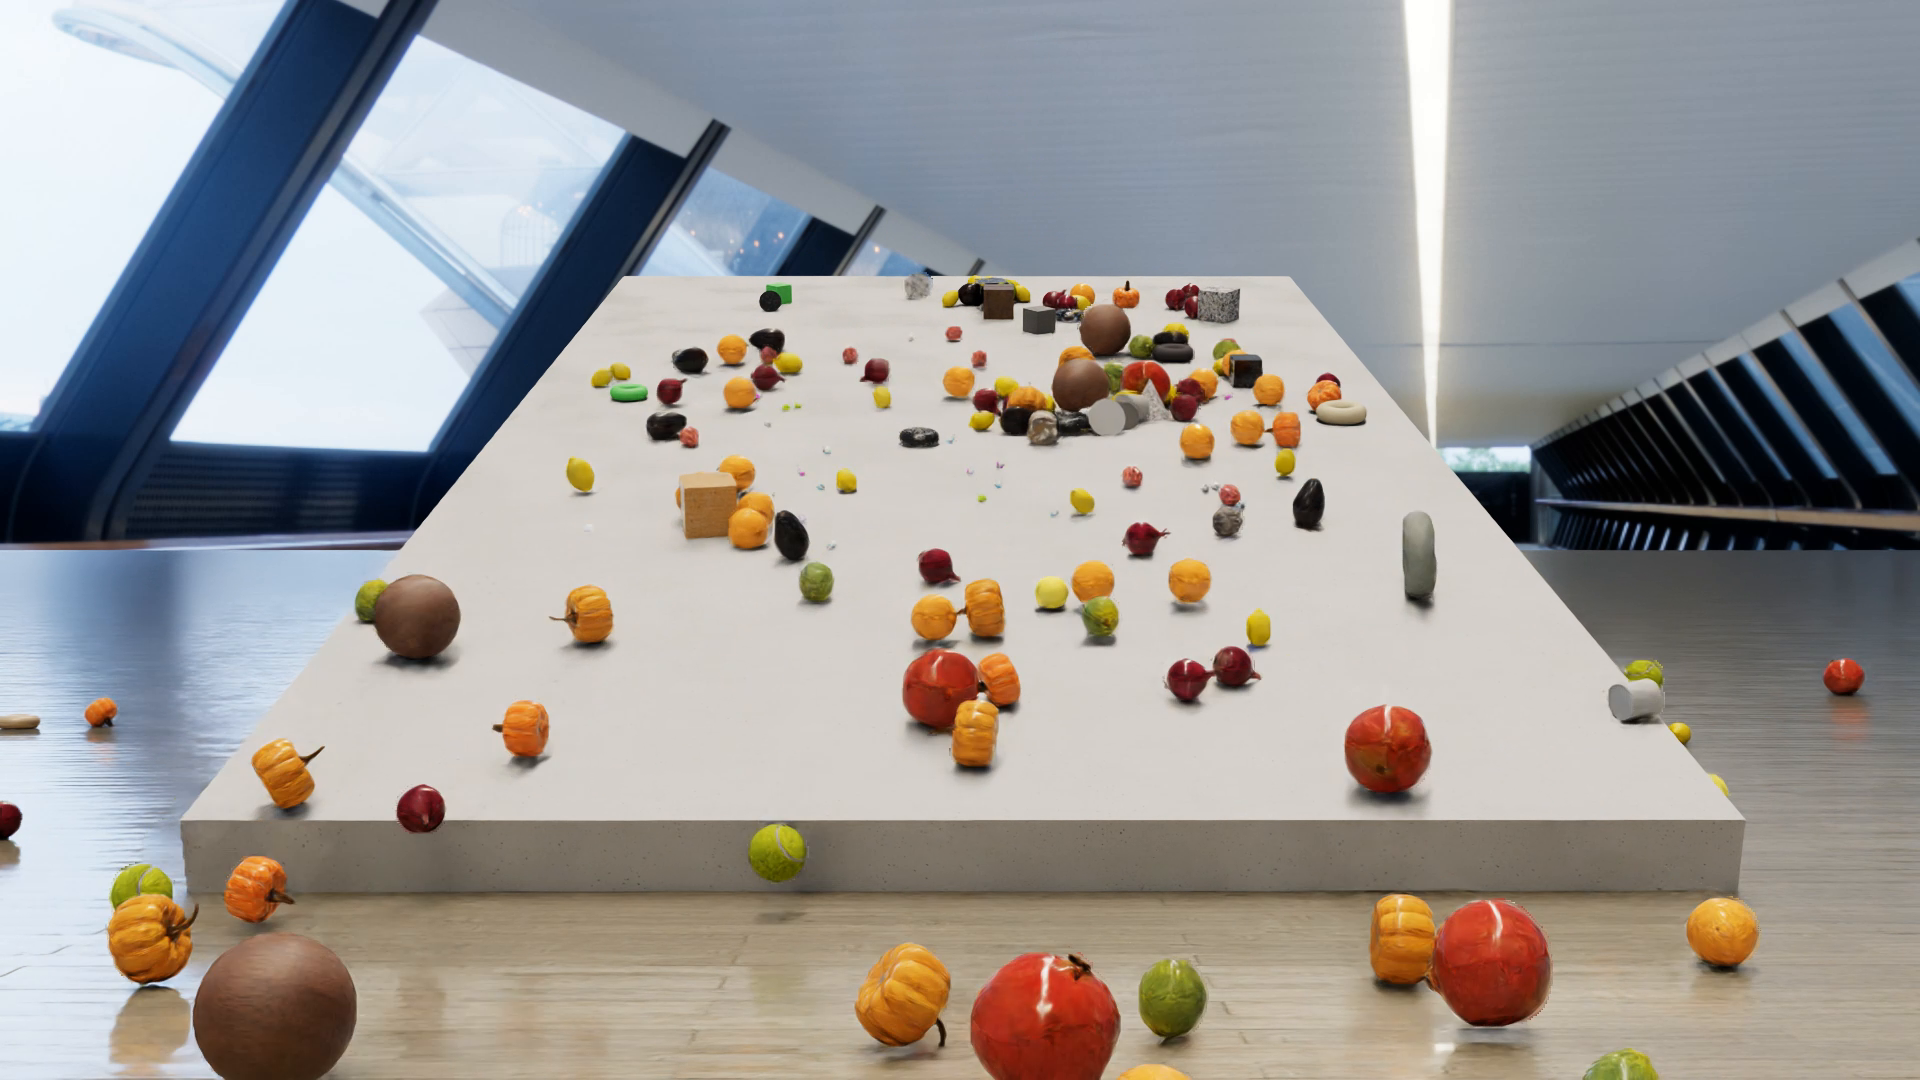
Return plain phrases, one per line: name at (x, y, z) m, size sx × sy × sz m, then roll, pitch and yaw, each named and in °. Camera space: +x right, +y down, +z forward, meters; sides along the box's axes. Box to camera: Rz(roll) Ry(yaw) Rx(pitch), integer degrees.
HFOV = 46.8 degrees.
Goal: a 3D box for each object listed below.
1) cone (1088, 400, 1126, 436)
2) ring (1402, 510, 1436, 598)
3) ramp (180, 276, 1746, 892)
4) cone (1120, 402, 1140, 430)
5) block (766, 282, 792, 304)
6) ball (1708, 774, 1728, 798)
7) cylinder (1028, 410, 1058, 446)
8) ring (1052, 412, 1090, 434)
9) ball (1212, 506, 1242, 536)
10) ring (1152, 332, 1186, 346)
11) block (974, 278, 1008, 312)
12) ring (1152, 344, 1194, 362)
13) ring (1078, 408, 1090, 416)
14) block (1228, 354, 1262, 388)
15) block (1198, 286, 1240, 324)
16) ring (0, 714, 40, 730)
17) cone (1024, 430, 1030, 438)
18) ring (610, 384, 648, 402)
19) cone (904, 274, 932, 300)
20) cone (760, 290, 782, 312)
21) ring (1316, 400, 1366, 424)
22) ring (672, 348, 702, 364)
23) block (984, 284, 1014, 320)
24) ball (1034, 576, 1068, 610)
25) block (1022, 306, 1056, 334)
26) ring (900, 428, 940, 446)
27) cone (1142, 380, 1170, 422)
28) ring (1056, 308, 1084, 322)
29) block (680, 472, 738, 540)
cone at (0.305, -0.255, 4.808) m, size 0.084 × 0.084 × 0.084 m, roll 0°, pitch -10°, yaw -15°
ring at (0.763, 0.024, 3.689) m, size 0.049 × 0.147 × 0.147 m, roll -2°, pitch 0°, yaw 9°
ramp at (-0.003, -0.170, 4.762) m, size 2.000 × 0.100 × 4.000 m, roll 0°, pitch 17°, yaw 0°
cone at (0.352, -0.263, 4.849) m, size 0.064 × 0.064 × 0.064 m, roll 0°, pitch -10°, yaw -14°
block at (-0.510, -0.694, 6.243) m, size 0.051 × 0.051 × 0.051 m, roll -15°, pitch 22°, yaw -41°
ball at (1.240, 0.421, 3.680) m, size 0.067 × 0.067 × 0.067 m, roll 0°, pitch 0°, yaw 0°
cylinder at (0.176, -0.238, 4.710) m, size 0.062 × 0.062 × 0.062 m, roll 0°, pitch 17°, yaw 2°
ring at (0.232, -0.254, 4.807) m, size 0.109 × 0.036 × 0.109 m, roll 1°, pitch 16°, yaw 0°
ball at (0.487, -0.034, 4.045) m, size 0.054 × 0.054 × 0.054 m, roll 0°, pitch 0°, yaw 0°
ring at (0.535, -0.509, 5.670) m, size 0.090 × 0.030 × 0.090 m, roll 1°, pitch 17°, yaw 0°
block at (0.088, -0.681, 6.157) m, size 0.078 × 0.078 × 0.078 m, roll -4°, pitch 17°, yaw -12°
ring at (0.529, -0.465, 5.515) m, size 0.104 × 0.035 × 0.104 m, roll 1°, pitch 16°, yaw 0°
ring at (0.300, -0.276, 4.864) m, size 0.089 × 0.030 × 0.089 m, roll -5°, pitch -1°, yaw 0°
block at (0.675, -0.399, 5.240) m, size 0.066 × 0.066 × 0.066 m, roll -1°, pitch 17°, yaw -3°
block at (0.701, -0.638, 6.007) m, size 0.083 × 0.083 × 0.083 m, roll 11°, pitch 20°, yaw 32°
ring at (-2.288, 0.442, 5.389) m, size 0.098 × 0.033 × 0.098 m, roll 1°, pitch 1°, yaw 0°
cone at (0.168, -0.253, 4.768) m, size 0.057 × 0.057 × 0.057 m, roll 0°, pitch 17°, yaw 0°
ring at (-0.762, -0.340, 5.102) m, size 0.087 × 0.029 × 0.087 m, roll 1°, pitch 17°, yaw 0°
cone at (-0.126, -0.714, 6.340) m, size 0.077 × 0.077 × 0.077 m, roll 0°, pitch -10°, yaw -10°
cone at (-0.525, -0.653, 6.149) m, size 0.061 × 0.061 × 0.061 m, roll 0°, pitch -10°, yaw -2°
ring at (0.843, -0.282, 4.900) m, size 0.112 × 0.037 × 0.112 m, roll -1°, pitch 18°, yaw 0°
ring at (-0.675, -0.456, 5.495) m, size 0.078 × 0.026 × 0.078 m, roll 1°, pitch 17°, yaw 0°
block at (0.105, -0.649, 6.045) m, size 0.081 × 0.081 × 0.081 m, roll 0°, pitch 17°, yaw 0°
ball at (0.150, 0.086, 3.640) m, size 0.055 × 0.055 × 0.055 m, roll 0°, pitch 0°, yaw 0°
block at (0.209, -0.580, 5.850) m, size 0.062 × 0.062 × 0.062 m, roll -12°, pitch 20°, yaw -34°
ring at (-0.087, -0.218, 4.701) m, size 0.086 × 0.029 × 0.086 m, roll 1°, pitch 17°, yaw 0°
cone at (0.422, -0.317, 4.929) m, size 0.088 × 0.088 × 0.088 m, roll 0°, pitch 17°, yaw 0°
ring at (0.296, -0.609, 6.006) m, size 0.083 × 0.028 × 0.083 m, roll 0°, pitch 16°, yaw 0°
block at (-0.461, -0.063, 4.067) m, size 0.095 × 0.095 × 0.095 m, roll -3°, pitch 17°, yaw -12°
